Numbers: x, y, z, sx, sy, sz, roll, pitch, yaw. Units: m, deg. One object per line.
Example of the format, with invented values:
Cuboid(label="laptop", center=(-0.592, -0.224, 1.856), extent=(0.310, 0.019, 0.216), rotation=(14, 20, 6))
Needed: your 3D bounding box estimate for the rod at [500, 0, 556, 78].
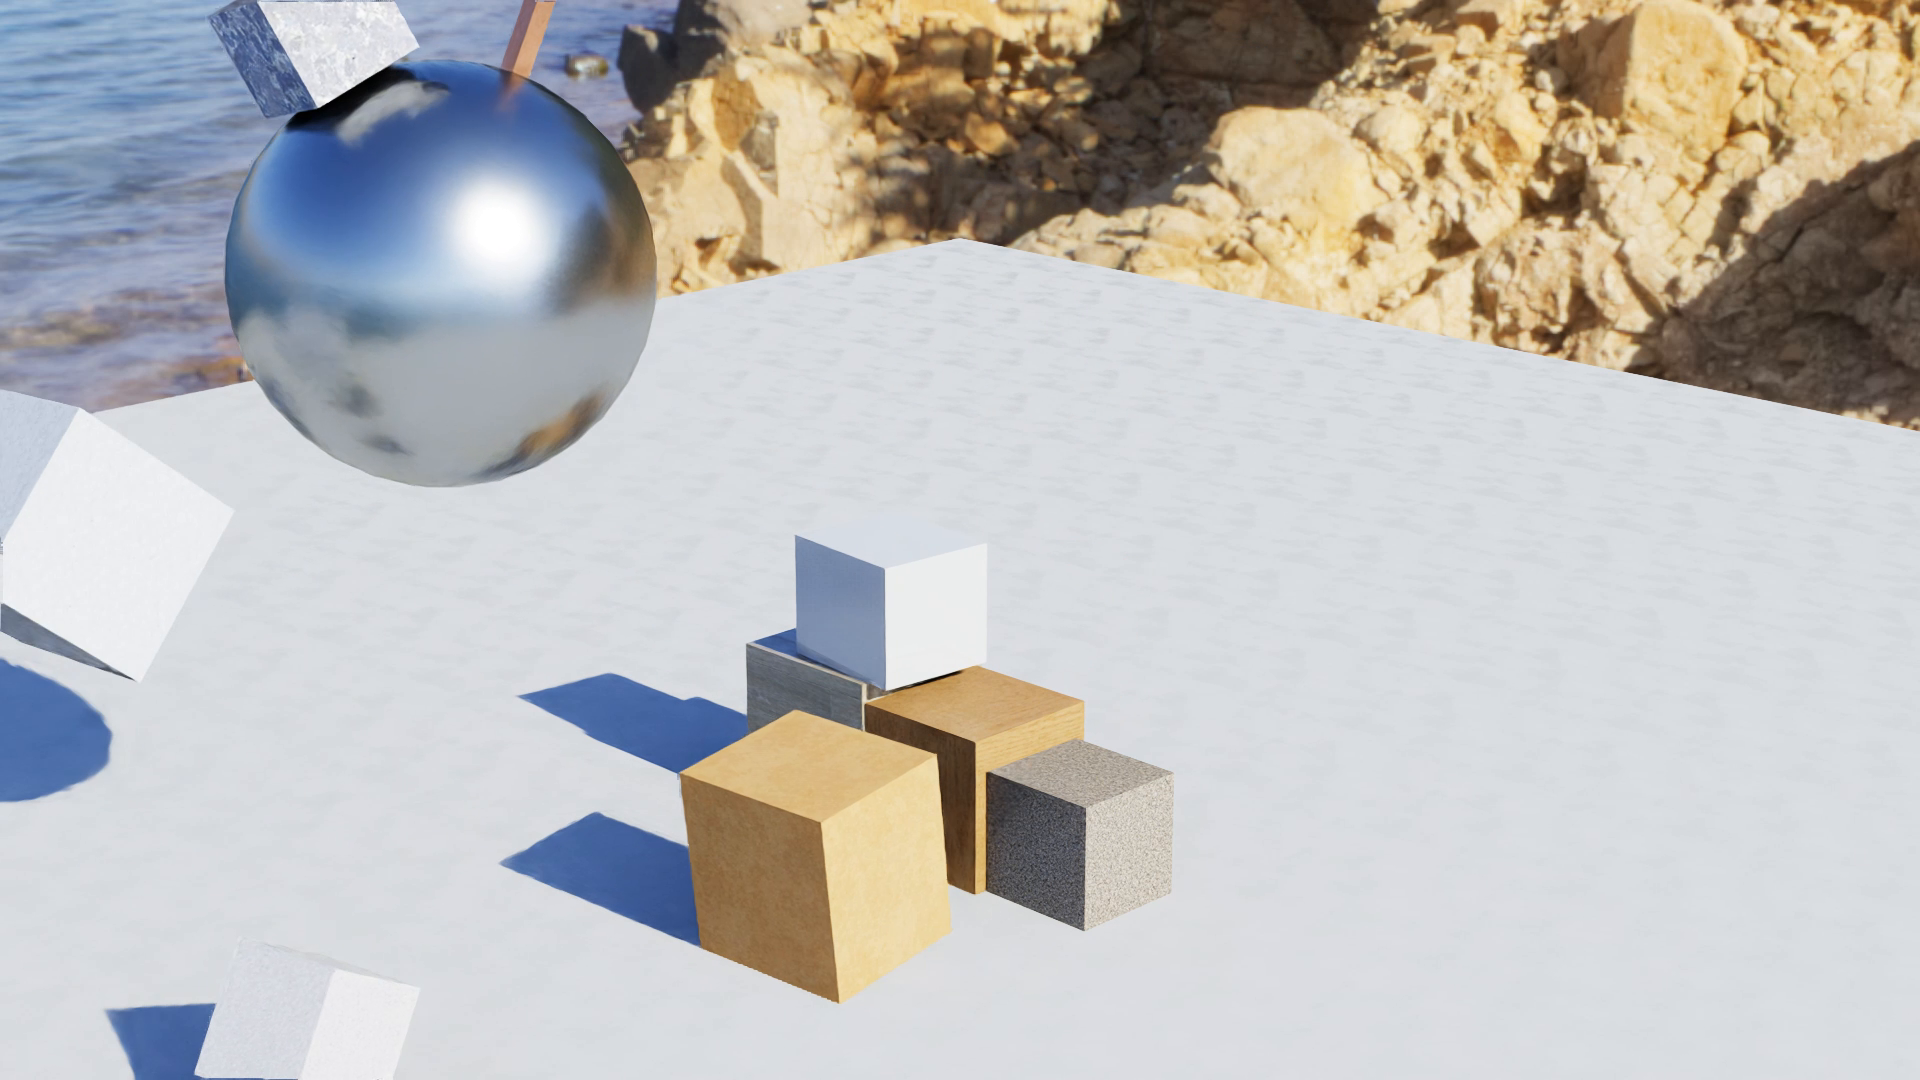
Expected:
Cuboid(label="rod", center=(-0.839, -4.209, 11.139), extent=(0.080, 5.200, 0.080), rotation=(17, -3, 42))

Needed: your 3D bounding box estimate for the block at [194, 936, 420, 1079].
Cuboid(label="block", center=(-2.487, 1.872, 11.191), extent=(0.516, 0.538, 0.497), rotation=(11, -10, 32))

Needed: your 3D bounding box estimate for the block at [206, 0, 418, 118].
Cuboid(label="block", center=(-2.348, -1.845, 10.639), extent=(0.461, 0.421, 0.480), rotation=(-39, 23, -28))

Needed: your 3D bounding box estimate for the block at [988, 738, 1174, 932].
Cuboid(label="block", center=(0.540, 1.316, 13.182), extent=(0.580, 0.586, 0.597), rotation=(-17, 24, -42))

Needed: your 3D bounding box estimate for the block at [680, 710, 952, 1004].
Cuboid(label="block", center=(-0.610, 1.338, 12.537), extent=(0.824, 0.854, 0.716), rotation=(14, 29, 39))

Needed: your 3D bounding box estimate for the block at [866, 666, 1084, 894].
Cuboid(label="block", center=(0.070, 1.100, 13.612), extent=(0.706, 0.740, 0.725), rotation=(16, 24, 42))

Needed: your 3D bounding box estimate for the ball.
Cuboid(label="ball", center=(-1.937, -0.994, 10.999), extent=(1.600, 1.600, 1.600), rotation=(0, 17, 0))

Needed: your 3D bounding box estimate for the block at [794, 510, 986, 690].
Cuboid(label="block", center=(-0.324, 0.273, 13.731), extent=(0.603, 0.586, 0.677), rotation=(-14, 22, -38))

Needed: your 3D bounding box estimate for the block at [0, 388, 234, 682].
Cuboid(label="block", center=(-3.137, -0.035, 10.096), extent=(0.769, 0.677, 0.724), rotation=(12, -20, 41))

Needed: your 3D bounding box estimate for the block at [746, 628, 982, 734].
Cuboid(label="block", center=(-0.460, 0.892, 14.122), extent=(0.811, 0.830, 0.783), rotation=(17, 24, 42))
